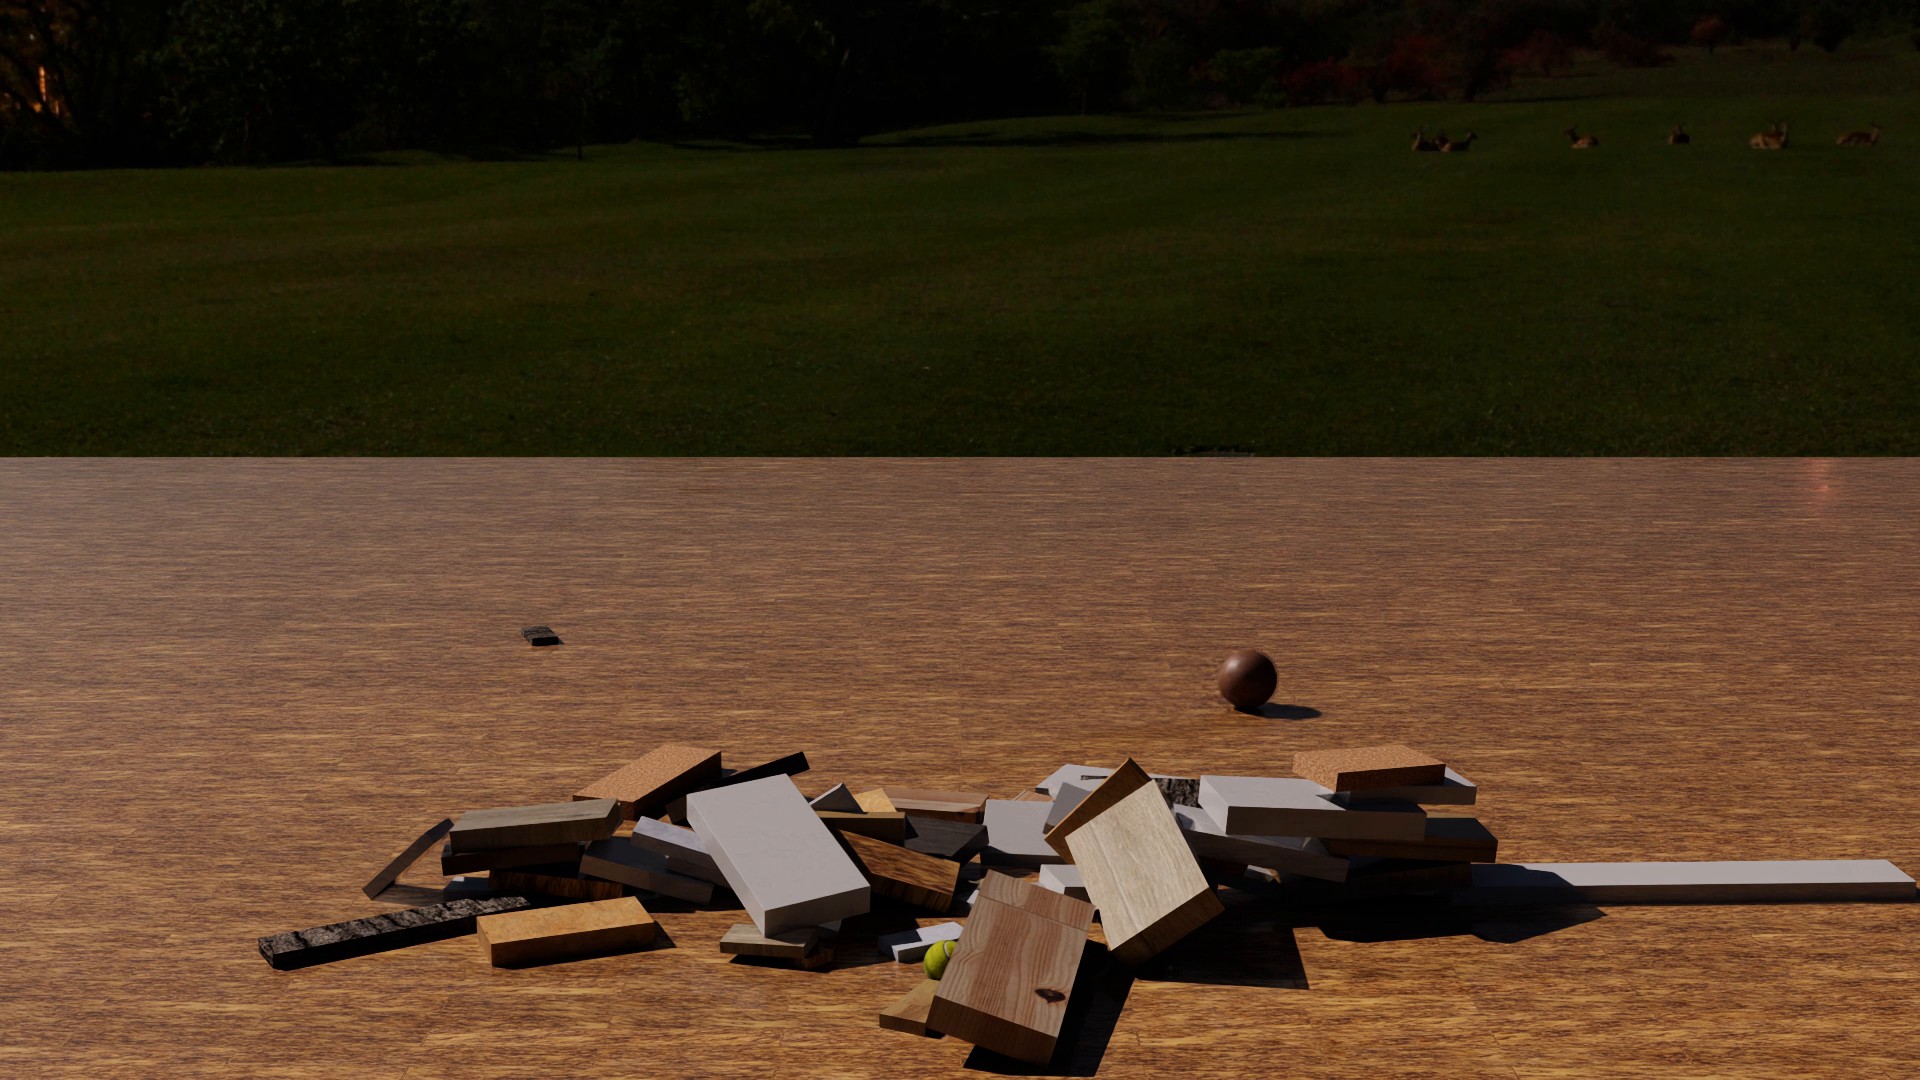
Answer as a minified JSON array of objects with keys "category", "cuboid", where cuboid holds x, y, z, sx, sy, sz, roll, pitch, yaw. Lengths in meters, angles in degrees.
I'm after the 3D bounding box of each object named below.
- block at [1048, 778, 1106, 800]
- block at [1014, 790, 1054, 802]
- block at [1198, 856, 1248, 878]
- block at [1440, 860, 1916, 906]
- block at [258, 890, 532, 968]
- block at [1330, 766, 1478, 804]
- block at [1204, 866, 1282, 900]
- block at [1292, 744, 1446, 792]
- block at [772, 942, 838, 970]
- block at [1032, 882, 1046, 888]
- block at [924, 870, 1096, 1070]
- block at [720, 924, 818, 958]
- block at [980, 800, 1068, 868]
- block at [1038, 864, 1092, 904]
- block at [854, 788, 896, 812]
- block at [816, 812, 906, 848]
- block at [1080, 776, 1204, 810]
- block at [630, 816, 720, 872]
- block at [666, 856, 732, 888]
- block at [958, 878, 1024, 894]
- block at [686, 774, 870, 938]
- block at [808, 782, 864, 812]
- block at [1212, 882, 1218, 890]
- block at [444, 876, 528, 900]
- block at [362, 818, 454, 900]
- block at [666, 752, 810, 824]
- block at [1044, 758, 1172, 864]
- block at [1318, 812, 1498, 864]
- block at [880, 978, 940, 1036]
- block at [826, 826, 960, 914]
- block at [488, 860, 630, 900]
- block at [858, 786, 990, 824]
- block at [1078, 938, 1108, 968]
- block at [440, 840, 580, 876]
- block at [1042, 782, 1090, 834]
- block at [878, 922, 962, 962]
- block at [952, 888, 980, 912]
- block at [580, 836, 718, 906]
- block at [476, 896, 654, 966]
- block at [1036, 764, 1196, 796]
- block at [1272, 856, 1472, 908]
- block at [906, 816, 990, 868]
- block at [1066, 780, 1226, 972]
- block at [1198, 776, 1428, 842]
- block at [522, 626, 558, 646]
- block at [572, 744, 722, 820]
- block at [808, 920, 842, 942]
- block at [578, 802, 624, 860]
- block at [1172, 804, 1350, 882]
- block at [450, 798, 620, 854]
[{"category":"block","cuboid":[0.239,0.445,3.898,0.149,0.021,0.074,-2,9,-14]},{"category":"block","cuboid":[0.103,0.503,3.968,0.074,0.021,0.149,9,30,39]},{"category":"block","cuboid":[0.388,0.511,3.629,0.176,0.025,0.088,14,8,13]},{"category":"block","cuboid":[1.192,0.572,3.677,0.774,0.032,0.113,0,11,-2]},{"category":"block","cuboid":[-0.889,0.614,3.479,0.414,0.023,0.081,-7,12,-32]},{"category":"block","cuboid":[0.726,0.405,3.640,0.226,0.032,0.113,2,11,-15]},{"category":"block","cuboid":[0.438,0.551,3.658,0.176,0.025,0.088,16,7,-8]},{"category":"block","cuboid":[0.672,0.374,3.608,0.226,0.032,0.113,-1,12,-29]},{"category":"block","cuboid":[-0.256,0.631,3.398,0.128,0.018,0.064,10,14,43]},{"category":"block","cuboid":[0.132,0.580,3.627,0.055,0.016,0.110,7,3,34]},{"category":"block","cuboid":[0.081,0.615,3.204,0.176,0.050,0.462,18,16,6]},{"category":"block","cuboid":[-0.293,0.616,3.380,0.136,0.019,0.068,1,14,15]},{"category":"block","cuboid":[0.161,0.513,3.828,0.240,0.034,0.120,1,43,7]},{"category":"block","cuboid":[0.244,0.568,3.629,0.203,0.029,0.101,4,11,-21]},{"category":"block","cuboid":[-0.274,0.510,3.820,0.324,0.037,0.130,-13,18,-12]},{"category":"block","cuboid":[-0.212,0.521,3.717,0.237,0.118,0.034,0,11,2]},{"category":"block","cuboid":[0.376,0.493,3.914,0.333,0.047,0.167,1,30,7]},{"category":"block","cuboid":[-0.461,0.506,3.657,0.164,0.023,0.082,17,11,-1]},{"category":"block","cuboid":[-0.402,0.548,3.664,0.164,0.023,0.082,17,11,0]},{"category":"block","cuboid":[0.052,0.581,3.674,0.110,0.016,0.055,0,11,0]},{"category":"block","cuboid":[-0.296,0.501,3.534,0.176,0.050,0.352,-10,29,-24]},{"category":"block","cuboid":[-0.189,0.493,3.744,0.073,0.147,0.021,-33,8,16]},{"category":"block","cuboid":[0.334,0.547,3.642,0.175,0.025,0.088,16,7,-7]},{"category":"block","cuboid":[-0.787,0.582,3.662,0.130,0.018,0.065,1,11,6]},{"category":"block","cuboid":[-0.914,0.529,3.653,0.162,0.023,0.081,-41,-1,17]},{"category":"block","cuboid":[-0.413,0.461,4.103,0.130,0.037,0.259,-29,-9,37]},{"category":"block","cuboid":[0.249,0.472,3.712,0.101,0.203,0.029,45,16,1]},{"category":"block","cuboid":[0.735,0.488,3.652,0.277,0.039,0.139,4,10,-6]},{"category":"block","cuboid":[-0.048,0.673,3.167,0.073,0.021,0.147,5,12,27]},{"category":"block","cuboid":[-0.124,0.542,3.630,0.237,0.034,0.118,15,19,1]},{"category":"block","cuboid":[-0.663,0.561,3.666,0.221,0.031,0.110,6,8,1]},{"category":"block","cuboid":[-0.076,0.497,4.078,0.240,0.034,0.120,2,11,13]},{"category":"block","cuboid":[0.158,0.629,3.407,0.128,0.018,0.064,9,14,41]},{"category":"block","cuboid":[-0.747,0.516,3.664,0.221,0.031,0.110,-6,8,-8]},{"category":"block","cuboid":[0.254,0.496,3.783,0.203,0.029,0.101,20,44,8]},{"category":"block","cuboid":[-0.052,0.626,3.424,0.136,0.019,0.068,-6,12,-29]},{"category":"block","cuboid":[0.046,0.596,3.592,0.110,0.016,0.055,9,14,39]},{"category":"block","cuboid":[-0.512,0.548,3.662,0.221,0.031,0.110,15,11,0]},{"category":"block","cuboid":[-0.619,0.612,3.450,0.254,0.036,0.127,-4,11,-22]},{"category":"block","cuboid":[0.346,0.484,4.112,0.375,0.047,0.167,4,11,23]},{"category":"block","cuboid":[0.683,0.552,3.666,0.308,0.039,0.139,-7,11,0]},{"category":"block","cuboid":[-0.129,0.521,3.834,0.346,0.034,0.120,3,21,32]},{"category":"block","cuboid":[0.286,0.523,3.469,0.176,0.050,0.352,-34,23,4]},{"category":"block","cuboid":[0.575,0.439,3.605,0.333,0.047,0.167,3,11,-10]},{"category":"block","cuboid":[-1.053,0.239,5.508,0.065,0.018,0.130,-4,11,-22]},{"category":"block","cuboid":[-0.599,0.465,4.244,0.127,0.036,0.365,4,11,20]},{"category":"block","cuboid":[-0.218,0.579,3.510,0.073,0.021,0.147,17,27,0]},{"category":"block","cuboid":[-0.684,0.518,3.848,0.127,0.036,0.254,-6,9,6]},{"category":"block","cuboid":[0.490,0.499,3.624,0.277,0.039,0.139,11,10,-5]},{"category":"block","cuboid":[-0.709,0.476,3.677,0.259,0.037,0.130,-5,8,0]}]
